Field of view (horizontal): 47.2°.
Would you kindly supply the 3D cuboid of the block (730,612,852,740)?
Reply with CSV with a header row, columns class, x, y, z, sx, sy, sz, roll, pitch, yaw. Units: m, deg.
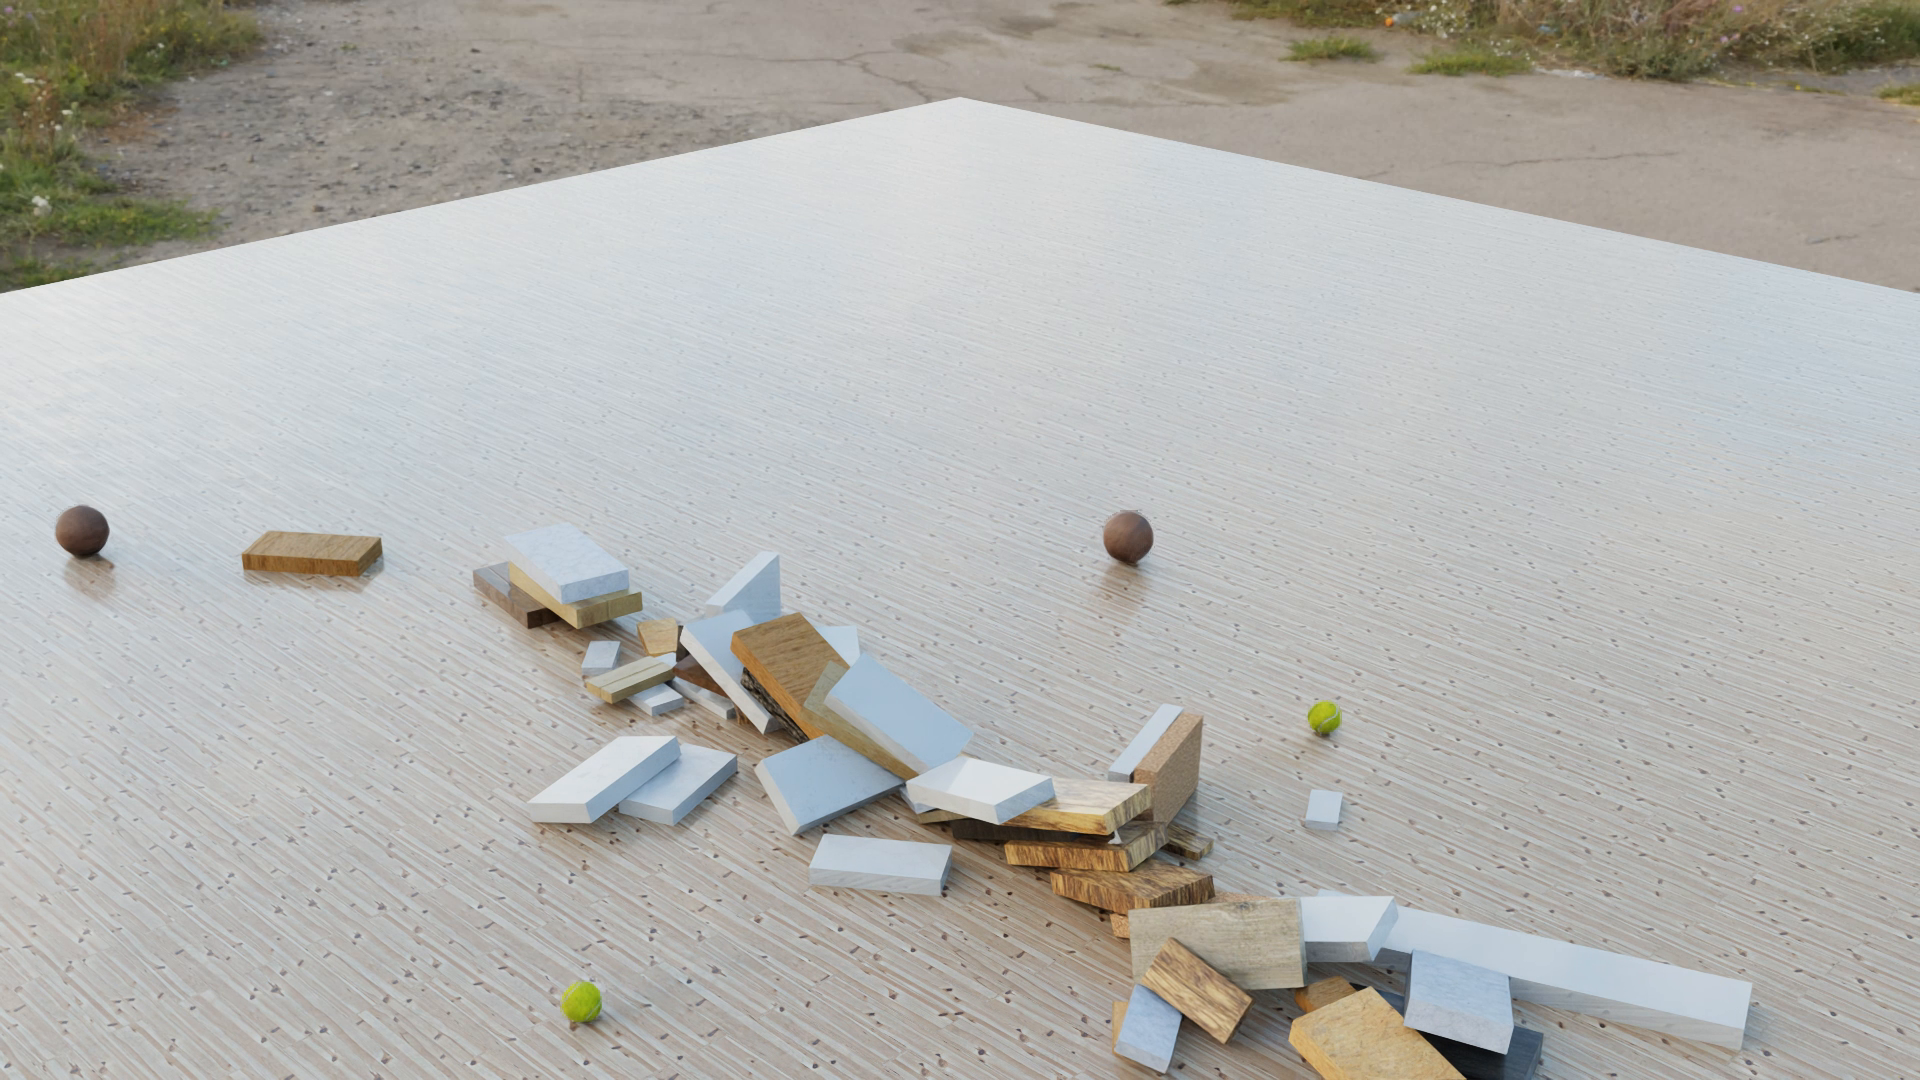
class,x,y,z,sx,sy,sz,roll,pitch,yaw
block,-0.310,0.311,4.709,0.175,0.049,0.391,-17,46,-36

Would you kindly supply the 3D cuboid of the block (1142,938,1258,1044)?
class,x,y,z,sx,sy,sz,roll,pitch,yaw
block,0.409,0.772,3.769,0.183,0.091,0.026,34,6,29

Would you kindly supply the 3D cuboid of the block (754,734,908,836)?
class,x,y,z,sx,sy,sz,roll,pitch,yaw
block,-0.246,0.473,4.474,0.315,0.045,0.157,-19,68,-37

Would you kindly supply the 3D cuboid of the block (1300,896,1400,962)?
class,x,y,z,sx,sy,sz,roll,pitch,yaw
block,0.619,0.697,3.940,0.297,0.042,0.148,-7,20,33

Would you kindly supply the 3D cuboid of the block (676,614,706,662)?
class,x,y,z,sx,sy,sz,roll,pitch,yaw
block,-0.594,0.220,5.092,0.025,0.090,0.179,14,18,24

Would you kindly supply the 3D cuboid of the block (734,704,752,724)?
class,x,y,z,sx,sy,sz,roll,pitch,yaw
block,-0.461,0.357,4.840,0.070,0.020,0.140,-2,30,-14

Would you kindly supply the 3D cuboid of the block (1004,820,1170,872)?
class,x,y,z,sx,sy,sz,roll,pitch,yaw
block,0.242,0.583,4.228,0.285,0.040,0.143,-3,15,40

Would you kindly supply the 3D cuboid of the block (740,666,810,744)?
class,x,y,z,sx,sy,sz,roll,pitch,yaw
block,-0.309,0.362,4.722,0.161,0.046,0.322,-20,48,-39

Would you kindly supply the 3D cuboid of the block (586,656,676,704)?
class,x,y,z,sx,sy,sz,roll,pitch,yaw
block,-0.738,0.312,4.933,0.090,0.025,0.179,21,31,40

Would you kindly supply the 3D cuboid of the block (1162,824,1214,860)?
class,x,y,z,sx,sy,sz,roll,pitch,yaw
block,0.429,0.593,4.339,0.127,0.018,0.063,15,27,31

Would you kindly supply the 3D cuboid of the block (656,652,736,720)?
class,x,y,z,sx,sy,sz,roll,pitch,yaw
block,-0.589,0.327,4.960,0.081,0.023,0.322,-19,30,-38

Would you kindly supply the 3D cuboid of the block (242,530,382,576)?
class,x,y,z,sx,sy,sz,roll,pitch,yaw
block,-1.656,0.034,5.625,0.309,0.044,0.154,3,23,8

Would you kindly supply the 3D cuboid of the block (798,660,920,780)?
class,x,y,z,sx,sy,sz,roll,pitch,yaw
block,-0.179,0.375,4.522,0.283,0.040,0.141,30,45,-1

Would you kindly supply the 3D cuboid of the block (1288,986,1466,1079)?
class,x,y,z,sx,sy,sz,roll,pitch,yaw
block,0.726,0.891,3.490,0.168,0.048,0.431,-15,39,-29

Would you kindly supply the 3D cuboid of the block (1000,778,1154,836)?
class,x,y,z,sx,sy,sz,roll,pitch,yaw
block,0.212,0.507,4.212,0.285,0.040,0.143,-2,18,44

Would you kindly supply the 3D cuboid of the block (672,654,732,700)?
class,x,y,z,sx,sy,sz,roll,pitch,yaw
block,-0.547,0.300,4.879,0.163,0.023,0.081,20,32,23

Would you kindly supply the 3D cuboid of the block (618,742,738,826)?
class,x,y,z,sx,sy,sz,roll,pitch,yaw
block,-0.579,0.502,4.532,0.128,0.036,0.256,10,25,23

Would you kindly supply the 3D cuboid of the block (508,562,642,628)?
class,x,y,z,sx,sy,sz,roll,pitch,yaw
block,-0.933,0.111,5.323,0.175,0.049,0.349,-17,28,-34

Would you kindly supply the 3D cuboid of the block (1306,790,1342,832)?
class,x,y,z,sx,sy,sz,roll,pitch,yaw
block,0.737,0.546,4.451,0.063,0.018,0.127,5,24,13

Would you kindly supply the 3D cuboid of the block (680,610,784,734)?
class,x,y,z,sx,sy,sz,roll,pitch,yaw
block,-0.459,0.287,4.850,0.161,0.046,0.322,-16,49,-41

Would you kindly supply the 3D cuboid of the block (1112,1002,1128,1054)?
class,x,y,z,sx,sy,sz,roll,pitch,yaw
block,0.293,0.836,3.767,0.063,0.018,0.127,1,23,3

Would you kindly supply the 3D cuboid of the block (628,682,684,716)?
class,x,y,z,sx,sy,sz,roll,pitch,yaw
block,-0.696,0.343,4.922,0.081,0.023,0.163,-17,28,-34

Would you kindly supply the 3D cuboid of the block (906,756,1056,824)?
class,x,y,z,sx,sy,sz,roll,pitch,yaw
block,0.038,0.487,4.296,0.141,0.040,0.298,-22,16,-32

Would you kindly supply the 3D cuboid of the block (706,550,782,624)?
class,x,y,z,sx,sy,sz,roll,pitch,yaw
block,-0.507,0.162,5.172,0.046,0.161,0.322,8,24,17

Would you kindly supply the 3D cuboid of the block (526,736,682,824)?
class,x,y,z,sx,sy,sz,roll,pitch,yaw
block,-0.725,0.488,4.500,0.154,0.044,0.309,-4,19,32

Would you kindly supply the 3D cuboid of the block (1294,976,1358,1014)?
class,x,y,z,sx,sy,sz,roll,pitch,yaw
block,0.655,0.804,3.710,0.091,0.026,0.183,-11,25,-24

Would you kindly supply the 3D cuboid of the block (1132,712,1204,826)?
class,x,y,z,sx,sy,sz,roll,pitch,yaw
block,0.416,0.475,4.403,0.045,0.157,0.315,10,20,21

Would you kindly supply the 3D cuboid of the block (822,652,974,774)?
class,x,y,z,sx,sy,sz,roll,pitch,yaw
block,-0.125,0.365,4.501,0.283,0.040,0.141,36,45,5

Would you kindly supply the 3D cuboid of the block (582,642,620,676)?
class,x,y,z,sx,sy,sz,roll,pitch,yaw
block,-0.830,0.274,5.091,0.070,0.020,0.140,0,23,0

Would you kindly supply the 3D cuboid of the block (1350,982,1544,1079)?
class,x,y,z,sx,sy,sz,roll,pitch,yaw
block,0.792,0.850,3.698,0.336,0.048,0.168,11,25,24

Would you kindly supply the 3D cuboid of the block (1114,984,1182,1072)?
class,x,y,z,sx,sy,sz,roll,pitch,yaw
block,0.322,0.827,3.731,0.091,0.026,0.183,23,23,5

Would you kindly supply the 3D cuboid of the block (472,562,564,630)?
class,x,y,z,sx,sy,sz,roll,pitch,yaw
block,-1.060,0.127,5.406,0.154,0.044,0.309,-16,28,-33

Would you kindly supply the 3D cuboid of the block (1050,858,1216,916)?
class,x,y,z,sx,sy,sz,roll,pitch,yaw
block,0.318,0.640,4.092,0.149,0.042,0.299,-16,11,-32

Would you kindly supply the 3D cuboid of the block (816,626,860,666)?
class,x,y,z,sx,sy,sz,roll,pitch,yaw
block,-0.296,0.271,5.076,0.128,0.036,0.256,-2,23,-5

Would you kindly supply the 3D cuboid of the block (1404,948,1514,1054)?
class,x,y,z,sx,sy,sz,roll,pitch,yaw
block,0.839,0.774,3.708,0.168,0.048,0.336,14,6,11

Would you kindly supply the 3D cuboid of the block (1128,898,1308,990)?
class,x,y,z,sx,sy,sz,roll,pitch,yaw
block,0.446,0.706,3.814,0.299,0.149,0.042,-8,-11,20

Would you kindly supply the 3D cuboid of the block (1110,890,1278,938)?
class,x,y,z,sx,sy,sz,roll,pitch,yaw
block,0.436,0.685,3.985,0.299,0.042,0.149,-1,16,45

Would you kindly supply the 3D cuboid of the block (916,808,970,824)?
class,x,y,z,sx,sy,sz,roll,pitch,yaw
block,-0.008,0.533,4.382,0.078,0.022,0.156,-27,9,-42

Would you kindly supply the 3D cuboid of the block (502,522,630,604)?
class,x,y,z,sx,sy,sz,roll,pitch,yaw
block,-0.958,0.053,5.333,0.175,0.049,0.349,-14,27,-30

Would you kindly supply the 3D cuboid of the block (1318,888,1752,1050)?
class,x,y,z,sx,sy,sz,roll,pitch,yaw
block,0.999,0.758,3.920,0.771,0.042,0.148,10,25,22

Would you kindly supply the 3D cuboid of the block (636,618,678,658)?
class,x,y,z,sx,sy,sz,roll,pitch,yaw
block,-0.700,0.236,5.172,0.090,0.025,0.179,-7,24,-16

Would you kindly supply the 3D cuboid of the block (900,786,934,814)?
class,x,y,z,sx,sy,sz,roll,pitch,yaw
block,-0.069,0.515,4.445,0.078,0.022,0.156,-16,9,-11

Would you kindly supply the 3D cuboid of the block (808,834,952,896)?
class,x,y,z,sx,sy,sz,roll,pitch,yaw
block,-0.152,0.626,4.240,0.256,0.036,0.128,4,23,9

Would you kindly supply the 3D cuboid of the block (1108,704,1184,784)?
class,x,y,z,sx,sy,sz,roll,pitch,yaw
block,0.376,0.470,4.451,0.045,0.157,0.315,10,25,23

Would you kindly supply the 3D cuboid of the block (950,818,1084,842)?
class,x,y,z,sx,sy,sz,roll,pitch,yaw
block,0.136,0.542,4.327,0.285,0.040,0.143,-4,16,38

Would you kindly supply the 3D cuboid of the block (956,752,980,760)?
class,x,y,z,sx,sy,sz,roll,pitch,yaw
block,-0.042,0.462,4.645,0.156,0.022,0.078,16,28,34
